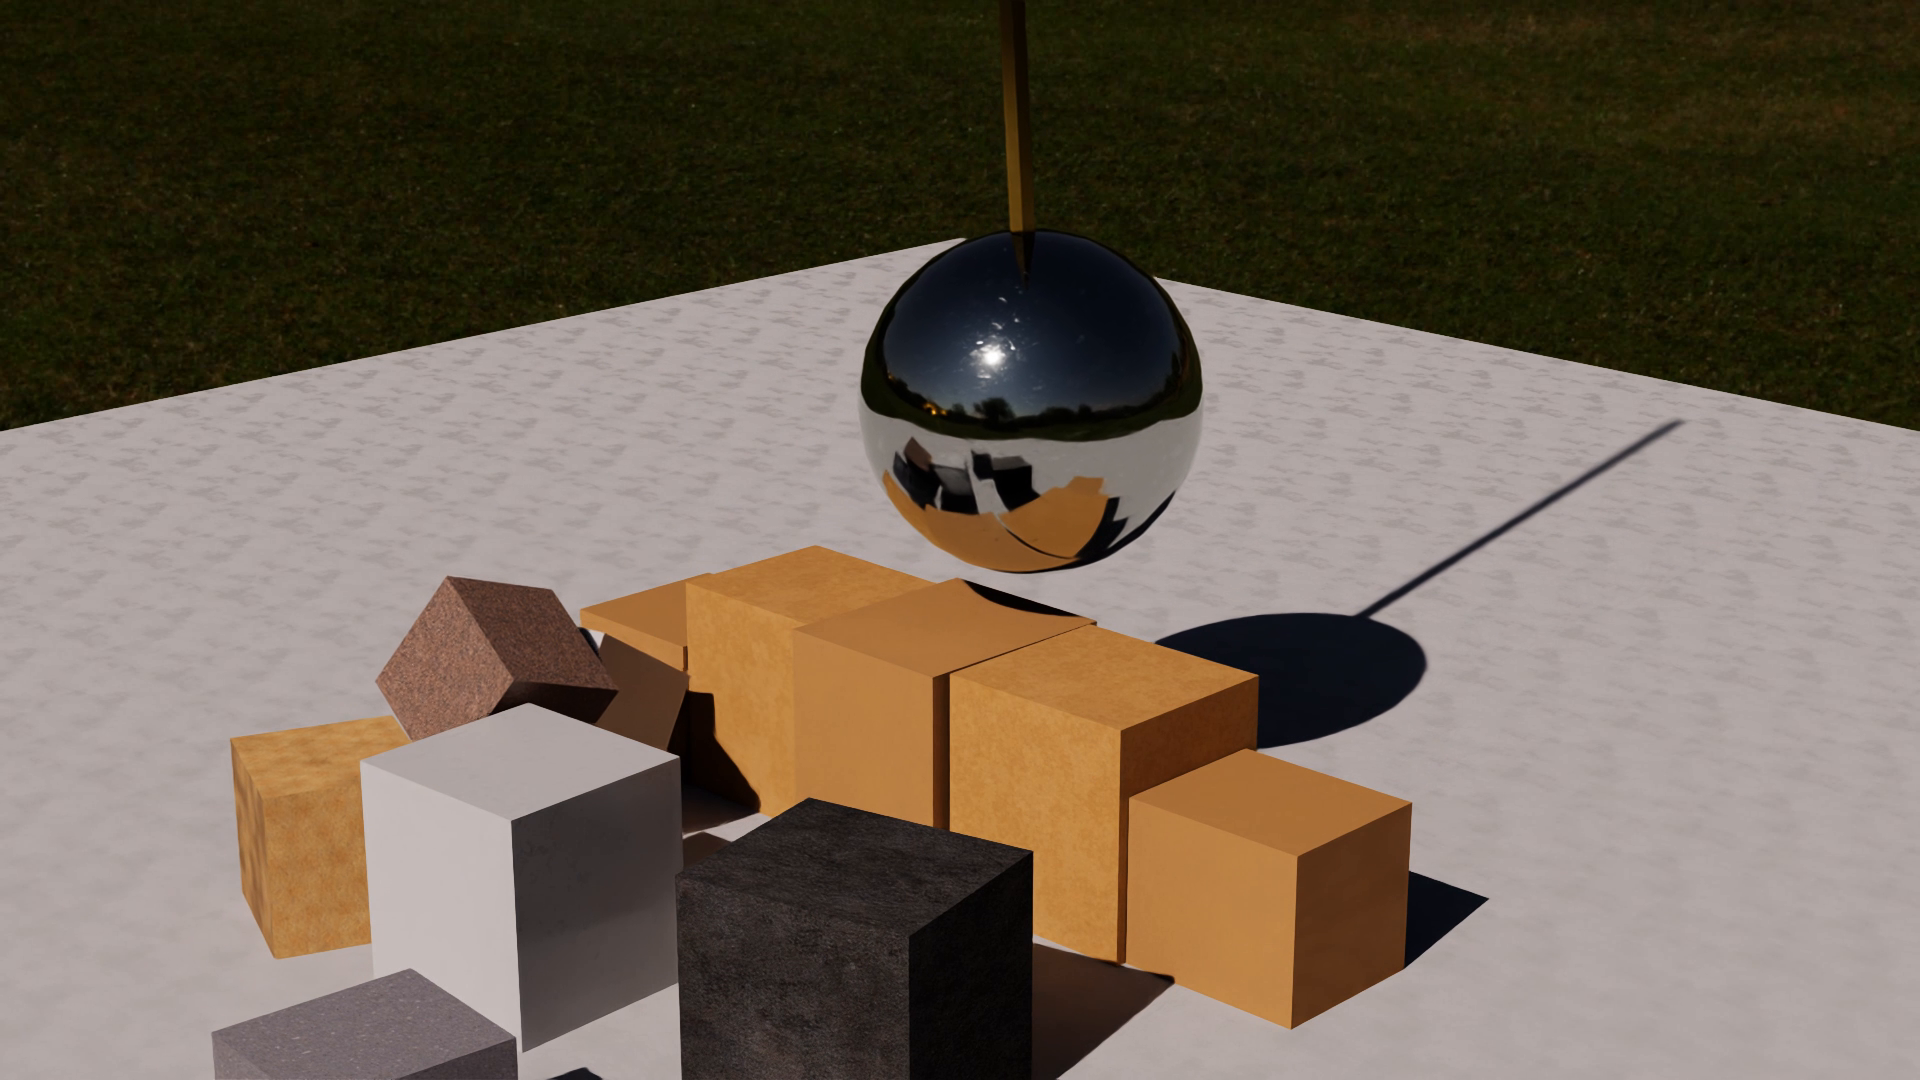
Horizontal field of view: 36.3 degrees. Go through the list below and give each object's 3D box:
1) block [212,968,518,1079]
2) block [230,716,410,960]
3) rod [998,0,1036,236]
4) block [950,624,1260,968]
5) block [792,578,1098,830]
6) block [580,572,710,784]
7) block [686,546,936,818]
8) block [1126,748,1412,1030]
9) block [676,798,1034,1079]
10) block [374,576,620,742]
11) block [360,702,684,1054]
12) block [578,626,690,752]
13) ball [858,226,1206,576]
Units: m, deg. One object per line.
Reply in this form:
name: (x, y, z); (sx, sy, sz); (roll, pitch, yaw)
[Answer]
block: (-2.077, 2.102, 10.330); (0.792, 0.795, 0.721); (-14, 22, -38)
block: (-2.760, 1.300, 12.960); (0.731, 0.748, 0.765); (-7, 19, -22)
rod: (0.142, -3.815, 12.291); (0.080, 5.200, 0.080); (17, 28, 42)
block: (0.633, 1.107, 13.015); (0.990, 1.083, 0.925); (16, 24, 41)
block: (-0.067, 0.905, 13.671); (0.915, 1.076, 1.070); (17, 24, 42)
block: (-1.336, 0.691, 14.942); (0.847, 0.723, 0.808); (-17, 24, -42)
block: (-0.702, 0.714, 14.318); (0.848, 1.053, 0.921); (-17, 24, -42)
block: (1.304, 1.458, 12.426); (0.890, 0.768, 0.782); (16, 24, 41)
block: (-0.393, 1.703, 11.250); (1.035, 1.006, 0.894); (10, 20, 30)
block: (-2.074, 0.652, 13.123); (0.626, 0.643, 0.668); (10, 34, -50)
block: (-1.816, 1.384, 12.256); (0.956, 1.010, 0.907); (15, 23, 39)
block: (-1.930, 0.842, 13.883); (0.845, 0.795, 0.739); (11, -12, 31)
ball: (0.327, -0.636, 13.484); (1.600, 1.600, 1.600); (0, 17, 0)
